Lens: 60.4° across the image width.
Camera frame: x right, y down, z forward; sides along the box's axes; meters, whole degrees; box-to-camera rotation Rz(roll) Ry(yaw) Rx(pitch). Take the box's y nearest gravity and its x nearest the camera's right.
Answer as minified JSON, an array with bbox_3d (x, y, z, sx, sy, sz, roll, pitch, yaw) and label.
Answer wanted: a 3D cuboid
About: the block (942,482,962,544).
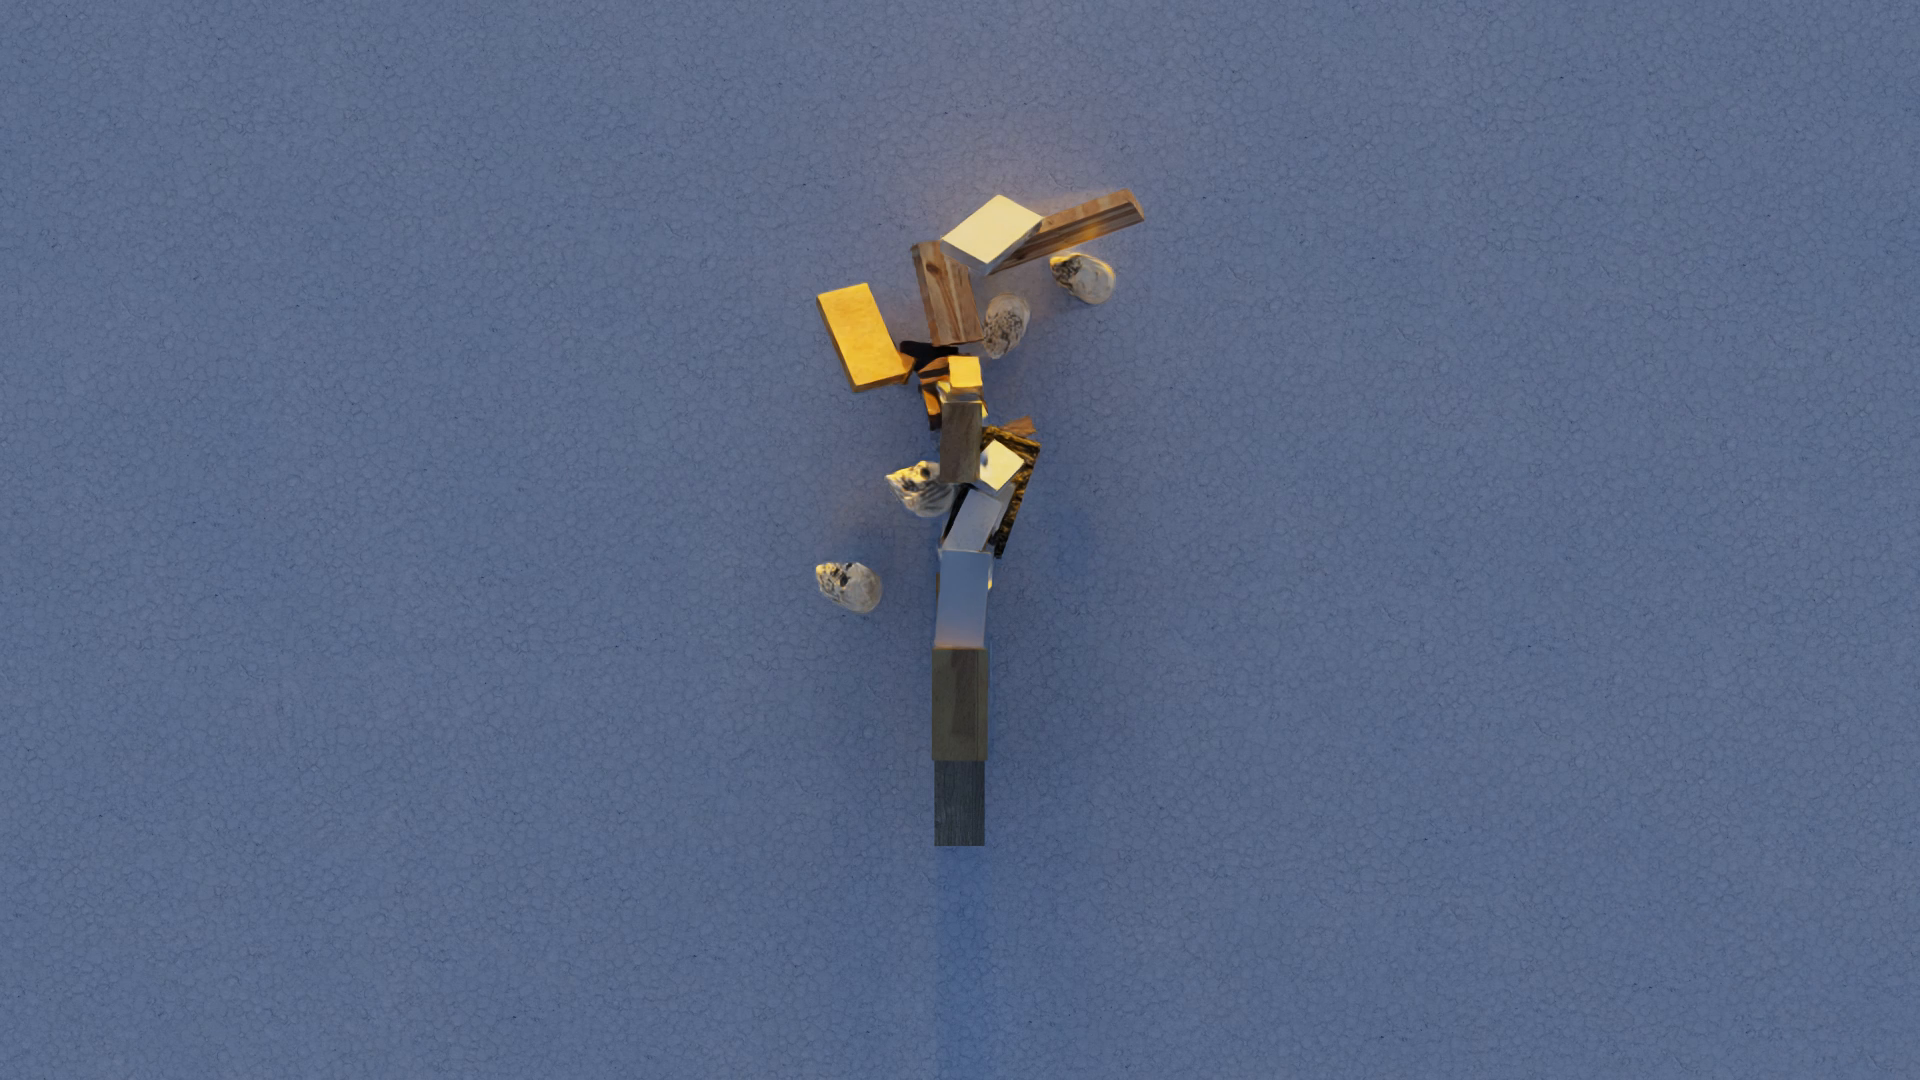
[{"bbox_3d":[0.049,-0.097,5.190,0.143,0.041,0.286,16,89,-2],"label":"block"}]

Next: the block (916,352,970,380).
[{"bbox_3d":[-0.048,-0.532,5.035,0.089,0.177,0.025,-39,109,-27],"label":"block"}]

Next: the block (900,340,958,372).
[{"bbox_3d":[-0.105,-0.604,5.486,0.193,0.027,0.096,7,90,0],"label":"block"}]

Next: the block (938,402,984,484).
[{"bbox_3d":[0.002,-0.269,4.558,0.110,0.031,0.221,2,88,31],"label":"block"}]

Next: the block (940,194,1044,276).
[{"bbox_3d":[0.098,-0.936,5.049,0.167,0.047,0.333,31,47,15],"label":"block"}]

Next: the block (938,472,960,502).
[{"bbox_3d":[0.000,-0.168,5.355,0.143,0.286,0.041,3,82,0],"label":"block"}]

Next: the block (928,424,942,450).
[{"bbox_3d":[-0.003,-0.327,5.130,0.175,0.403,0.050,-6,89,1],"label":"block"}]

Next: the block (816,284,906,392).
[{"bbox_3d":[-0.327,-0.663,5.397,0.175,0.050,0.350,-17,72,-20],"label":"block"}]

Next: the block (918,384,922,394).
[{"bbox_3d":[-0.050,-0.497,5.392,0.096,0.193,0.027,-7,90,26],"label":"block"}]

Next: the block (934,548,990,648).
[{"bbox_3d":[0.007,0.159,4.488,0.130,0.037,0.259,5,92,0],"label":"block"}]

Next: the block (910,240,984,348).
[{"bbox_3d":[-0.041,-0.792,5.291,0.167,0.047,0.333,-13,90,-33],"label":"block"}]

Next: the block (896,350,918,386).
[{"bbox_3d":[-0.247,-0.589,5.458,0.193,0.027,0.096,23,90,18],"label":"block"}]

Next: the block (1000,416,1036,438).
[{"bbox_3d":[0.111,-0.296,5.001,0.177,0.354,0.050,-24,89,-8],"label":"block"}]

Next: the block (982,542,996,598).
[{"bbox_3d":[0.026,0.069,4.635,0.130,0.259,0.037,19,116,-6],"label":"block"}]

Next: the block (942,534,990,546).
[{"bbox_3d":[0.027,-0.012,4.665,0.102,0.204,0.029,31,125,0],"label":"block"}]

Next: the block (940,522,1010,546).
[{"bbox_3d":[0.043,-0.018,4.990,0.177,0.354,0.050,9,90,-4],"label":"block"}]

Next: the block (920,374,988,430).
[{"bbox_3d":[-0.020,-0.429,5.032,0.175,0.350,0.050,-7,115,-3],"label":"block"}]

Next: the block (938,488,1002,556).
[{"bbox_3d":[0.030,-0.029,4.566,0.102,0.029,0.204,25,82,0],"label":"block"}]

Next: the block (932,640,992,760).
[{"bbox_3d":[0.004,0.464,4.800,0.171,0.049,0.343,0,90,0],"label":"block"}]

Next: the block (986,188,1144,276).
[{"bbox_3d":[0.308,-0.992,5.333,0.553,0.167,0.047,-17,73,18],"label":"block"}]

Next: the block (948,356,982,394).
[{"bbox_3d":[0.015,-0.487,4.863,0.089,0.177,0.025,-2,125,-2],"label":"block"}]

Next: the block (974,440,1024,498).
[{"bbox_3d":[0.094,-0.203,4.660,0.110,0.221,0.031,37,124,5],"label":"block"}]

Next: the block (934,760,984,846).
[{"bbox_3d":[-0.001,0.798,5.165,0.157,0.044,0.313,0,90,0],"label":"block"}]

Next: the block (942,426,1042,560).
[{"bbox_3d":[0.092,-0.141,4.790,0.177,0.050,0.354,20,88,-5],"label":"block"}]

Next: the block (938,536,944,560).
[{"bbox_3d":[-0.001,0.028,5.355,0.143,0.286,0.041,0,82,0],"label":"block"}]

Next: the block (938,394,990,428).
[{"bbox_3d":[0.009,-0.375,4.767,0.110,0.331,0.031,-7,108,-4],"label":"block"}]

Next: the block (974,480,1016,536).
[{"bbox_3d":[0.085,-0.110,4.683,0.102,0.204,0.029,30,135,-6],"label":"block"}]

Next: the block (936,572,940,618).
[{"bbox_3d":[0.001,0.247,5.188,0.146,0.041,0.292,0,90,0],"label":"block"}]

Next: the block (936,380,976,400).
[{"bbox_3d":[-0.013,-0.449,4.906,0.089,0.177,0.025,-9,106,-8],"label":"block"}]

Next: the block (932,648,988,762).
[{"bbox_3d":[-0.001,0.444,4.454,0.150,0.042,0.300,0,90,0],"label":"block"}]
